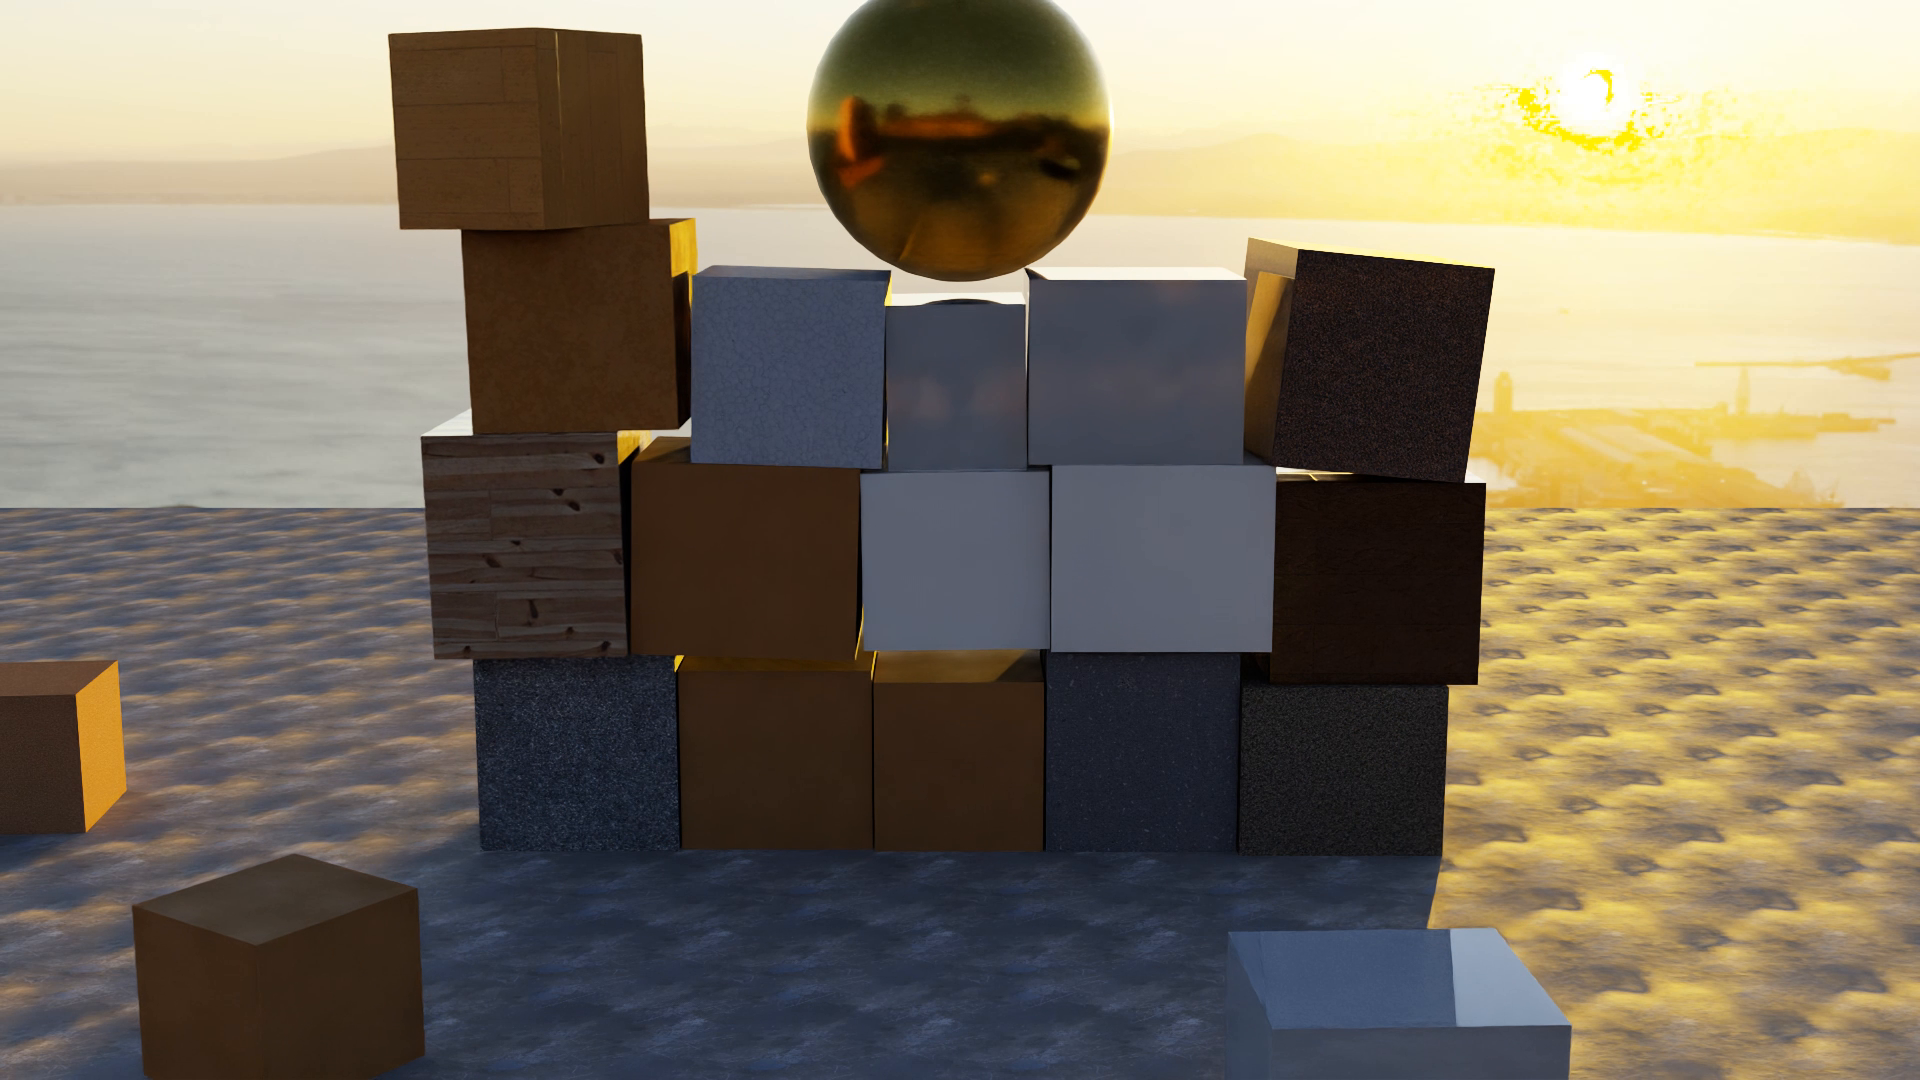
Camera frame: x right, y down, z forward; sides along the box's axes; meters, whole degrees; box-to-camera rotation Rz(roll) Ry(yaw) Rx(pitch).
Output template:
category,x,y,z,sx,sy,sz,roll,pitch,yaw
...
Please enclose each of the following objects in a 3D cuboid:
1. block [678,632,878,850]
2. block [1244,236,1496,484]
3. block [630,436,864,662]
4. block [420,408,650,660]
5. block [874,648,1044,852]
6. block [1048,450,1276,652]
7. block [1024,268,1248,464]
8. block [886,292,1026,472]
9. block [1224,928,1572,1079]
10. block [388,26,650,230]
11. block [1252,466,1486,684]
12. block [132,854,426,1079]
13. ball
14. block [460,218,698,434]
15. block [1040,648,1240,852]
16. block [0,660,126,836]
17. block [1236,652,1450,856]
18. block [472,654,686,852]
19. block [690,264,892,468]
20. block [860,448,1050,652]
category,x,y,z,sx,sy,sz,roll,pitch,yaw
block,-0.915,1.021,11.377,0.957,0.920,0.877,0,10,0
block,1.964,-0.919,10.990,0.965,1.040,1.030,5,10,-7
block,-1.050,0.023,11.173,1.103,0.954,0.951,2,10,0
block,-2.101,-0.066,11.164,0.941,1.098,1.121,-1,10,0
block,-0.006,1.049,11.365,0.842,0.869,0.900,0,10,0
block,0.982,0.000,11.177,1.078,0.920,1.063,0,10,0
block,0.848,-0.890,11.013,1.035,0.889,1.005,0,10,0
block,-0.016,-0.803,11.016,0.674,0.809,0.796,-1,10,0
block,1.396,1.823,7.206,0.922,0.834,0.842,0,10,-2
block,-2.111,-1.978,10.619,0.823,0.911,0.909,4,11,24
block,2.039,0.131,11.223,1.025,1.009,0.968,0,10,0
block,-2.591,1.686,8.397,0.729,0.678,0.746,7,13,34
ball,0.000,-2.145,11.425,1.600,1.600,1.600,0,10,0
block,-1.857,-1.091,10.985,0.991,0.974,1.016,-1,10,0
block,0.903,0.961,11.368,0.951,1.041,0.962,0,10,0
block,-4.844,1.082,11.569,0.641,0.731,0.752,-1,10,-5
block,1.892,1.053,11.373,1.012,0.858,1.053,0,10,0
block,-1.901,0.981,11.339,0.994,1.013,0.871,0,10,0
block,-0.829,-0.883,11.000,0.924,0.903,0.887,2,10,0
block,-0.021,0.026,11.176,0.916,0.880,0.913,-1,10,0
